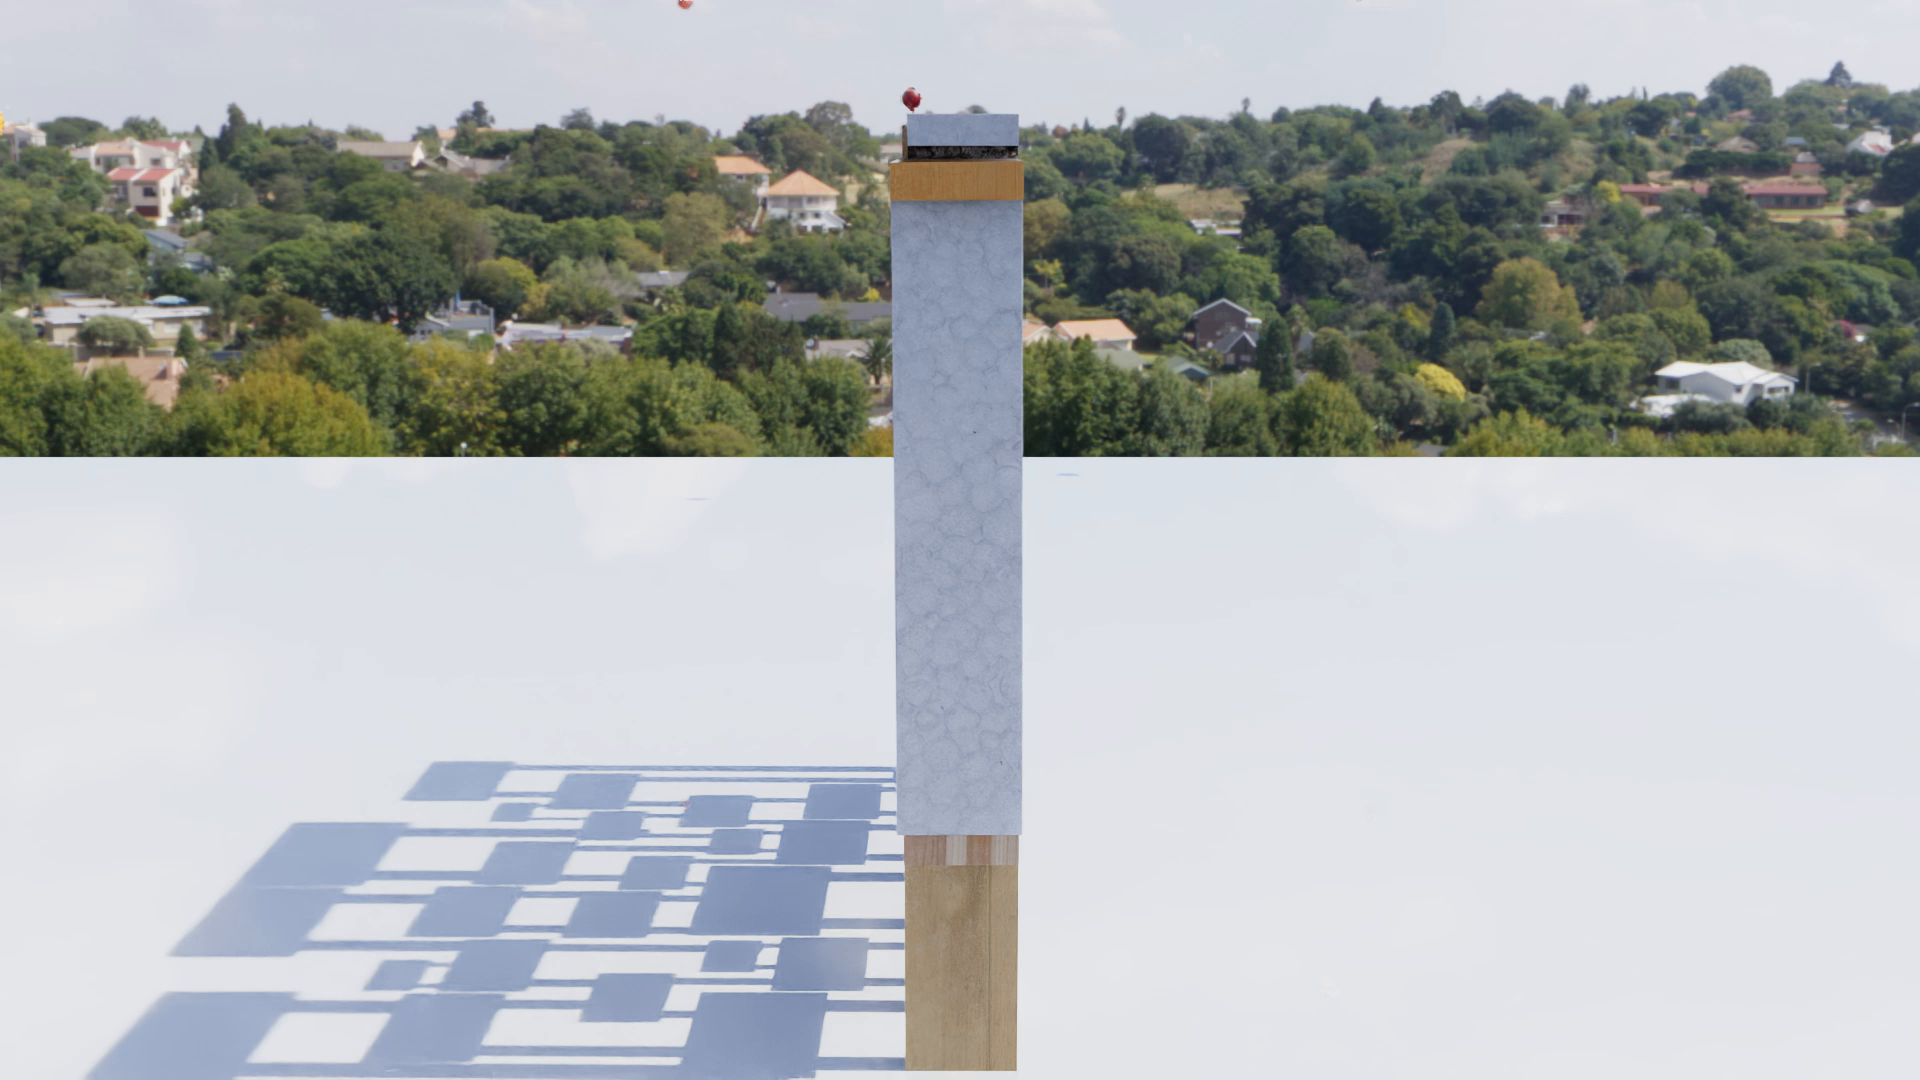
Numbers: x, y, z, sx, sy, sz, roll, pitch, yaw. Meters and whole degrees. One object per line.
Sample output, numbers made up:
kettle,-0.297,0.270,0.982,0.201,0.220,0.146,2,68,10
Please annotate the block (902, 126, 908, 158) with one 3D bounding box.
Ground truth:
block,-0.004,-0.659,3.635,0.176,0.050,0.352,0,10,0

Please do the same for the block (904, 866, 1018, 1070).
block,0.002,0.566,2.970,0.151,0.302,0.043,0,11,0

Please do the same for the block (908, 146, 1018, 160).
block,0.004,-0.365,3.235,0.159,0.423,0.045,0,10,0

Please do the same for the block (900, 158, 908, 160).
block,-0.006,-0.440,3.556,0.176,0.352,0.050,0,10,0

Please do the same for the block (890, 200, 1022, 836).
block,-0.002,-0.022,2.828,0.164,0.823,0.046,0,11,0

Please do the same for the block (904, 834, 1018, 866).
block,0.002,0.379,3.037,0.151,0.043,0.301,0,11,0

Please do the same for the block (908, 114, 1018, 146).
block,0.004,-0.615,3.297,0.159,0.045,0.319,0,11,0

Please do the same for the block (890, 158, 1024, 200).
block,-0.005,-0.470,2.856,0.164,0.046,0.328,-1,10,0
